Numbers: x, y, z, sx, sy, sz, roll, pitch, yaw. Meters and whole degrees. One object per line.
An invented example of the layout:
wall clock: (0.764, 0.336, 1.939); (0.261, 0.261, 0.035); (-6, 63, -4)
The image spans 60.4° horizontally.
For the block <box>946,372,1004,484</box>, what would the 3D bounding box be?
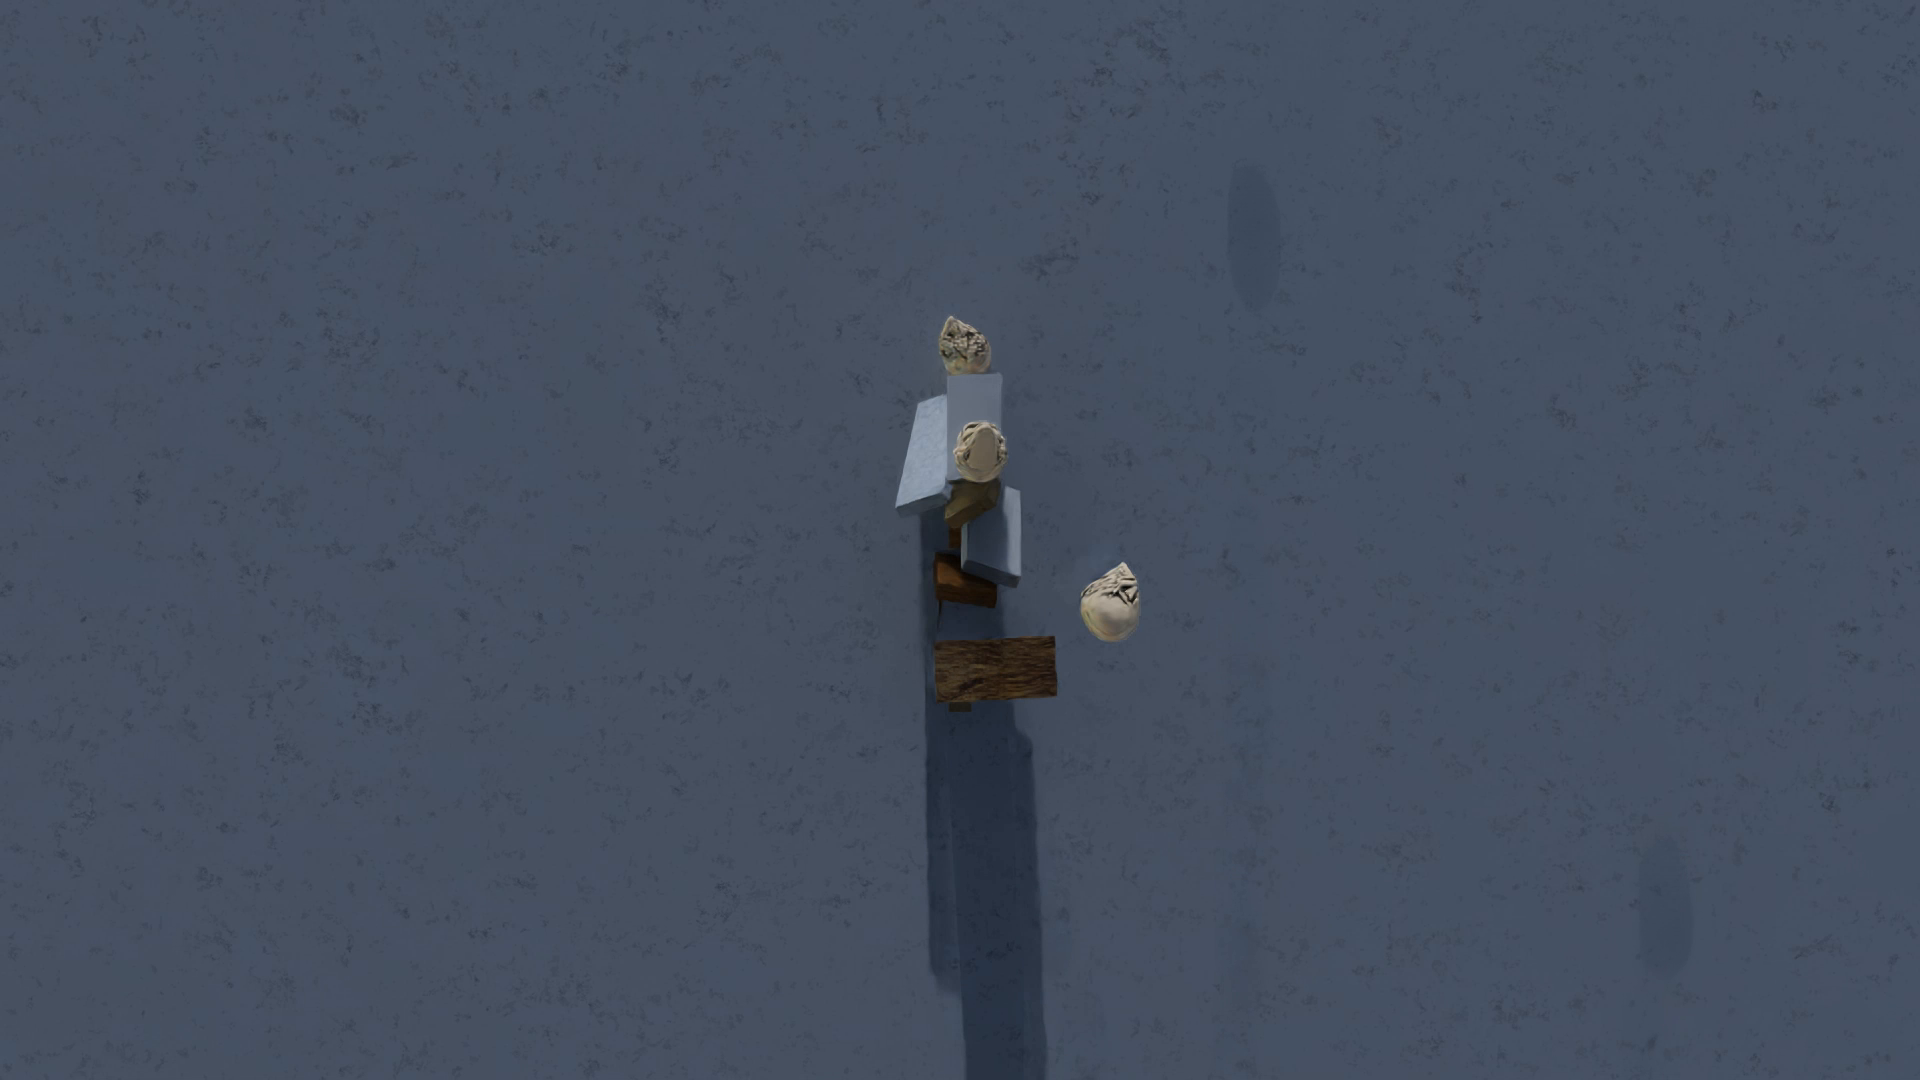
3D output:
block: (0.046, -0.333, 4.933); (0.165, 0.047, 0.329); (-2, 74, 9)

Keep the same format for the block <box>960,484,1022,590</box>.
block: (0.096, -0.032, 5.064); (0.177, 0.433, 0.050); (19, 126, -13)

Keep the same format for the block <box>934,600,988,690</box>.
block: (0.003, 0.316, 4.888); (0.133, 0.038, 0.266); (5, 90, -2)

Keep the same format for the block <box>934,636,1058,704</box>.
block: (0.103, 0.380, 4.850); (0.354, 0.050, 0.177); (-3, 91, -4)

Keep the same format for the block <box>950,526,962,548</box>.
block: (-0.004, -0.035, 5.365); (0.063, 0.018, 0.126); (0, 90, 0)

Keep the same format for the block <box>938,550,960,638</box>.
block: (0.000, 0.175, 5.197); (0.141, 0.040, 0.283); (0, 90, 0)

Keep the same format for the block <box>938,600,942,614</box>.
block: (0.002, 0.191, 5.043); (0.133, 0.266, 0.038); (0, 94, 0)

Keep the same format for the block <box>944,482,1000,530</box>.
block: (0.043, -0.184, 5.071); (0.165, 0.329, 0.047); (-29, 121, 25)

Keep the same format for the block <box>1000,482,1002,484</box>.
block: (0.075, -0.204, 5.262); (0.107, 0.030, 0.213); (-7, 91, -14)

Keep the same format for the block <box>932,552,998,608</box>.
block: (0.013, 0.119, 4.995); (0.177, 0.354, 0.050); (9, 104, -4)

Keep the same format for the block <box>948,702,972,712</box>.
block: (0.000, 0.482, 5.343); (0.073, 0.021, 0.147); (0, 90, 0)

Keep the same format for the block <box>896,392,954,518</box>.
block: (-0.085, -0.283, 5.236); (0.165, 0.573, 0.047); (-18, 124, 20)
